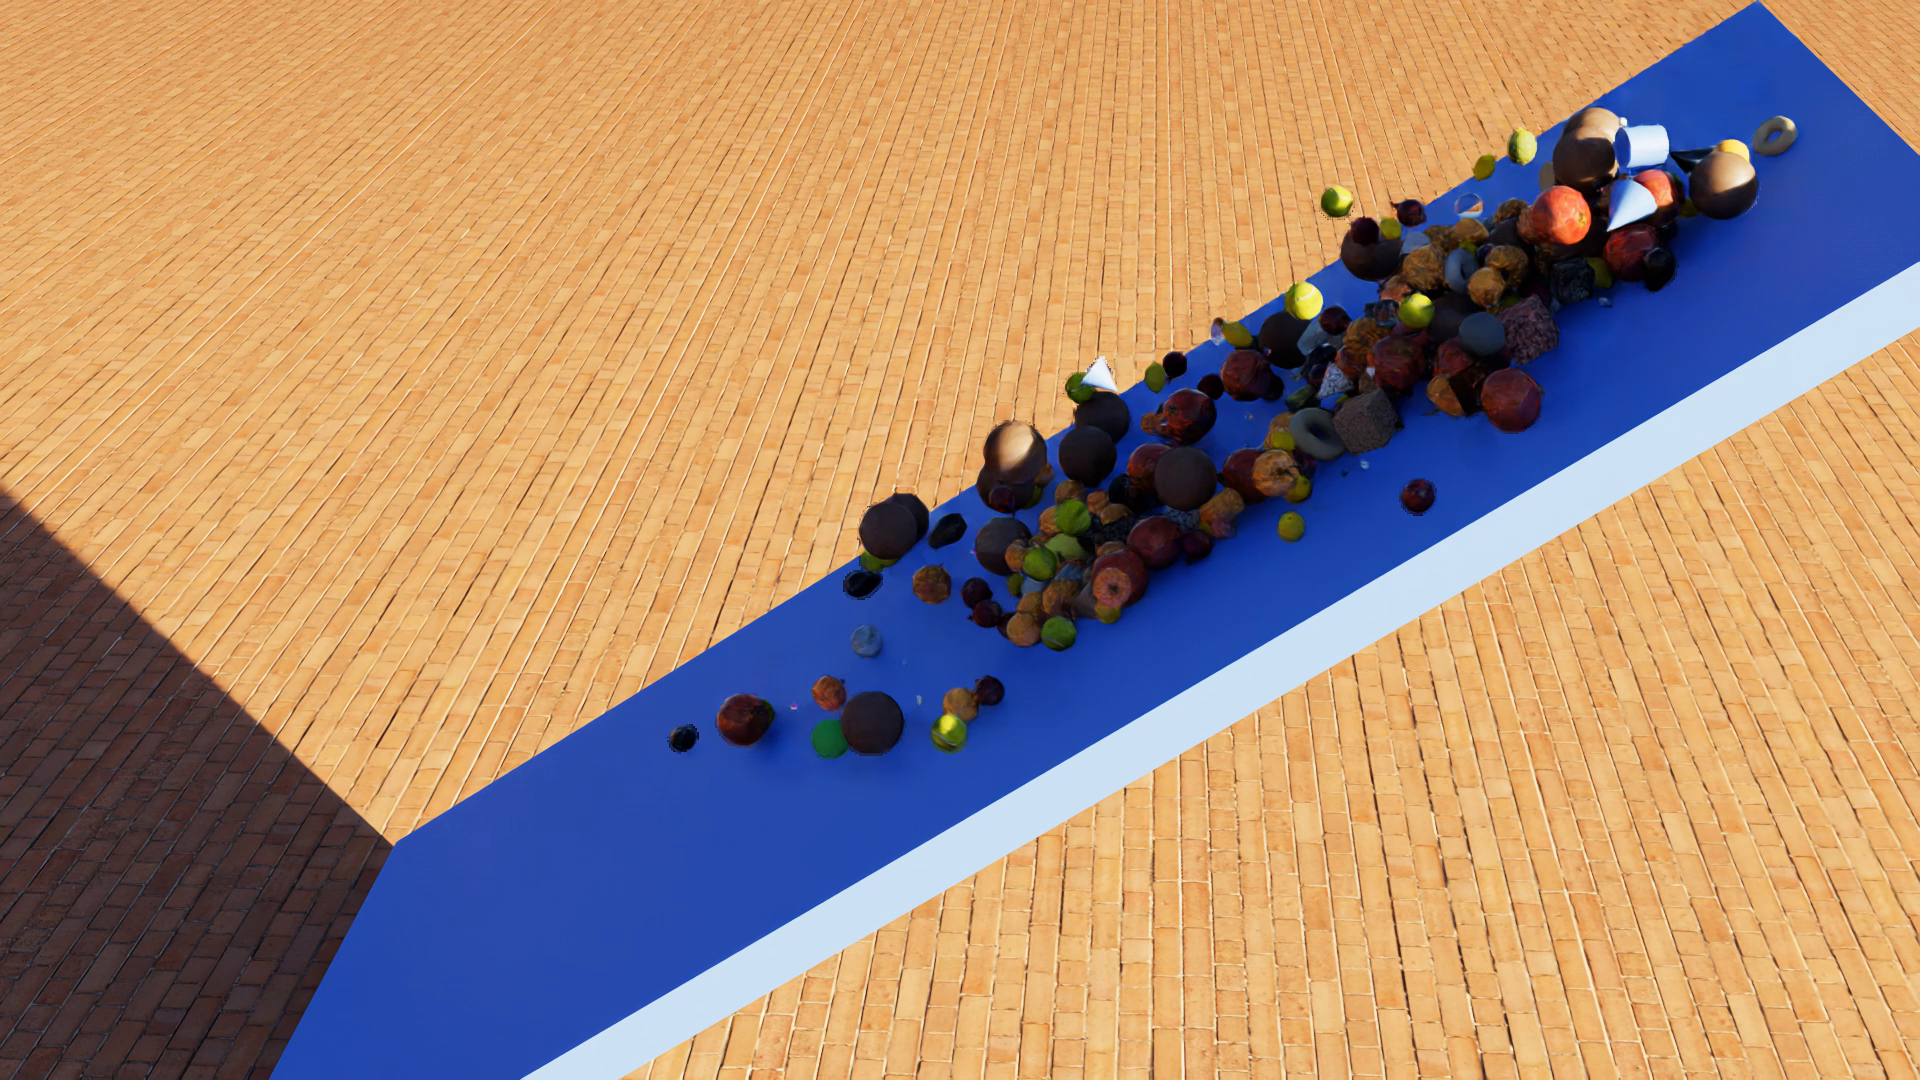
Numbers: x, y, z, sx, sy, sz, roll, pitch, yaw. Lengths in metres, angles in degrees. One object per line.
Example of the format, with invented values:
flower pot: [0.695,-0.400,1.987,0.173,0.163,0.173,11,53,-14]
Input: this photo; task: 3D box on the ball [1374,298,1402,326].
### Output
ball: [0.823,-0.438,5.658,0.055,0.055,0.055,0,21,0]

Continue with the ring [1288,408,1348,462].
ring: [0.709,-0.209,5.815,0.126,0.042,0.126,11,48,-12]

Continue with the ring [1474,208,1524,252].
ring: [1.161,-0.668,6.341,0.121,0.040,0.121,-34,24,17]

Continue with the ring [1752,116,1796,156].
ring: [1.597,-0.792,5.768,0.090,0.090,0.030,26,-11,49]

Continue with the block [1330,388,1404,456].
block: [0.795,-0.230,5.746,0.085,0.085,0.085,-19,22,46]

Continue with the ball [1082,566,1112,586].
ball: [0.278,0.082,5.957,0.063,0.063,0.063,0,21,0]

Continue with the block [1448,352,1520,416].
block: [0.974,-0.290,5.469,0.080,0.080,0.080,-22,-8,-44]

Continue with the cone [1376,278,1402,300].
cone: [0.958,-0.529,6.380,0.087,0.087,0.087,-6,18,22]

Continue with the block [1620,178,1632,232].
block: [1.341,-0.673,5.916,0.070,0.070,0.070,-35,9,15]

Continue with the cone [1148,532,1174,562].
cone: [0.395,0.005,5.954,0.054,0.054,0.054,-33,15,10]

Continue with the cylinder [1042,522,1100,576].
cylinder: [0.231,0.023,6.180,0.087,0.087,0.087,-33,9,23]

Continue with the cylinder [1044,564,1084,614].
cylinder: [0.222,0.099,6.010,0.072,0.072,0.072,14,44,32]

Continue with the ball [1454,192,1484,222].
ball: [1.092,-0.715,6.309,0.061,0.061,0.061,0,21,0]

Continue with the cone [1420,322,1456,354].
cone: [0.978,-0.413,6.003,0.071,0.071,0.071,6,21,27]

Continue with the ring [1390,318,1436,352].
ring: [0.916,-0.413,5.936,0.093,0.031,0.093,-7,41,6]

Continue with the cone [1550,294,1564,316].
cone: [1.168,-0.464,5.755,0.064,0.064,0.064,27,0,0]

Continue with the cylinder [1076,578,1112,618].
cylinder: [0.269,0.116,5.879,0.059,0.059,0.059,7,55,17]

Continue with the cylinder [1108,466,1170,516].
cylinder: [0.380,-0.103,6.239,0.092,0.092,0.092,-18,1,-40]

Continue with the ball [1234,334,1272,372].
ball: [0.659,-0.421,6.618,0.082,0.082,0.082,0,21,0]

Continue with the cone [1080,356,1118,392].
cone: [0.286,-0.316,5.843,0.071,0.071,0.071,38,25,-1]

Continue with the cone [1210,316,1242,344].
cone: [0.628,-0.484,6.838,0.066,0.066,0.066,3,18,-23]

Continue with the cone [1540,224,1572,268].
cone: [1.242,-0.602,5.987,0.095,0.095,0.095,-9,21,-3]

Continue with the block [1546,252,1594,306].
block: [1.175,-0.503,5.664,0.065,0.065,0.065,-15,44,-12]

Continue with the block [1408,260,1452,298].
block: [1.005,-0.547,6.284,0.066,0.066,0.066,-29,16,24]

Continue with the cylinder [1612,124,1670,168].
cylinder: [1.305,-0.754,5.637,0.077,0.077,0.077,5,18,-24]

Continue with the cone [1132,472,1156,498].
cone: [0.387,-0.128,6.372,0.054,0.054,0.054,-33,15,10]

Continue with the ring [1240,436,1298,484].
ring: [0.628,-0.161,5.974,0.132,0.044,0.132,-32,16,10]

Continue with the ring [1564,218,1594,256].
ring: [1.245,-0.610,5.918,0.077,0.077,0.026,-17,9,-37]

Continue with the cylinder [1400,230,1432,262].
cylinder: [0.923,-0.594,5.960,0.050,0.050,0.050,20,-5,2]

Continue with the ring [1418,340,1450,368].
ring: [0.957,-0.375,5.940,0.077,0.026,0.077,-37,7,5]

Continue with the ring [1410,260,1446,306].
ring: [0.959,-0.528,6.026,0.036,0.109,0.109,-32,25,-2]

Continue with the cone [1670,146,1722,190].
cone: [1.445,-0.754,5.841,0.092,0.092,0.092,18,15,-19]

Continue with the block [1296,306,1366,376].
block: [0.795,-0.426,6.304,0.091,0.091,0.091,-28,18,41]

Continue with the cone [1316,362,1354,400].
cone: [0.728,-0.300,5.804,0.072,0.072,0.072,-43,29,-2]

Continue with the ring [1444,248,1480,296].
ring: [0.995,-0.531,5.823,0.095,0.095,0.032,-21,8,-43]

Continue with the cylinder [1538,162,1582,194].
cylinder: [1.193,-0.719,5.851,0.060,0.060,0.060,3,18,-23]

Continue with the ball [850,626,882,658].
ball: [-0.208,0.226,6.550,0.072,0.072,0.072,0,21,0]

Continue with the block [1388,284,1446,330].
block: [0.935,-0.460,6.086,0.089,0.089,0.089,37,8,-14]

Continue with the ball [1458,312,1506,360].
ball: [0.975,-0.382,5.498,0.087,0.087,0.087,0,21,0]

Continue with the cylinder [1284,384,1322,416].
cylinder: [0.705,-0.282,6.038,0.054,0.054,0.054,-35,30,-9]

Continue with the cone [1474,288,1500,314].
cone: [1.032,-0.480,5.798,0.053,0.053,0.053,-2,24,-6]

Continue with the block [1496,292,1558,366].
block: [1.083,-0.402,5.618,0.086,0.086,0.086,-30,17,24]

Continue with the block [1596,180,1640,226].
block: [1.291,-0.655,5.714,0.062,0.062,0.062,17,71,54]

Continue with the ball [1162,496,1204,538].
ball: [0.451,-0.046,5.930,0.084,0.084,0.084,0,21,0]

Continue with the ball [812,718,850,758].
ball: [-0.268,0.411,6.101,0.082,0.082,0.082,0,21,0]

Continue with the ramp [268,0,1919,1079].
ramp: [0.138,0.172,6.300,4.000,0.100,2.000,-32,16,14]

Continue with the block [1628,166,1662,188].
block: [1.388,-0.754,5.954,0.053,0.053,0.053,20,30,6]

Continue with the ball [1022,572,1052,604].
ball: [0.162,0.101,6.140,0.068,0.068,0.068,0,21,0]
